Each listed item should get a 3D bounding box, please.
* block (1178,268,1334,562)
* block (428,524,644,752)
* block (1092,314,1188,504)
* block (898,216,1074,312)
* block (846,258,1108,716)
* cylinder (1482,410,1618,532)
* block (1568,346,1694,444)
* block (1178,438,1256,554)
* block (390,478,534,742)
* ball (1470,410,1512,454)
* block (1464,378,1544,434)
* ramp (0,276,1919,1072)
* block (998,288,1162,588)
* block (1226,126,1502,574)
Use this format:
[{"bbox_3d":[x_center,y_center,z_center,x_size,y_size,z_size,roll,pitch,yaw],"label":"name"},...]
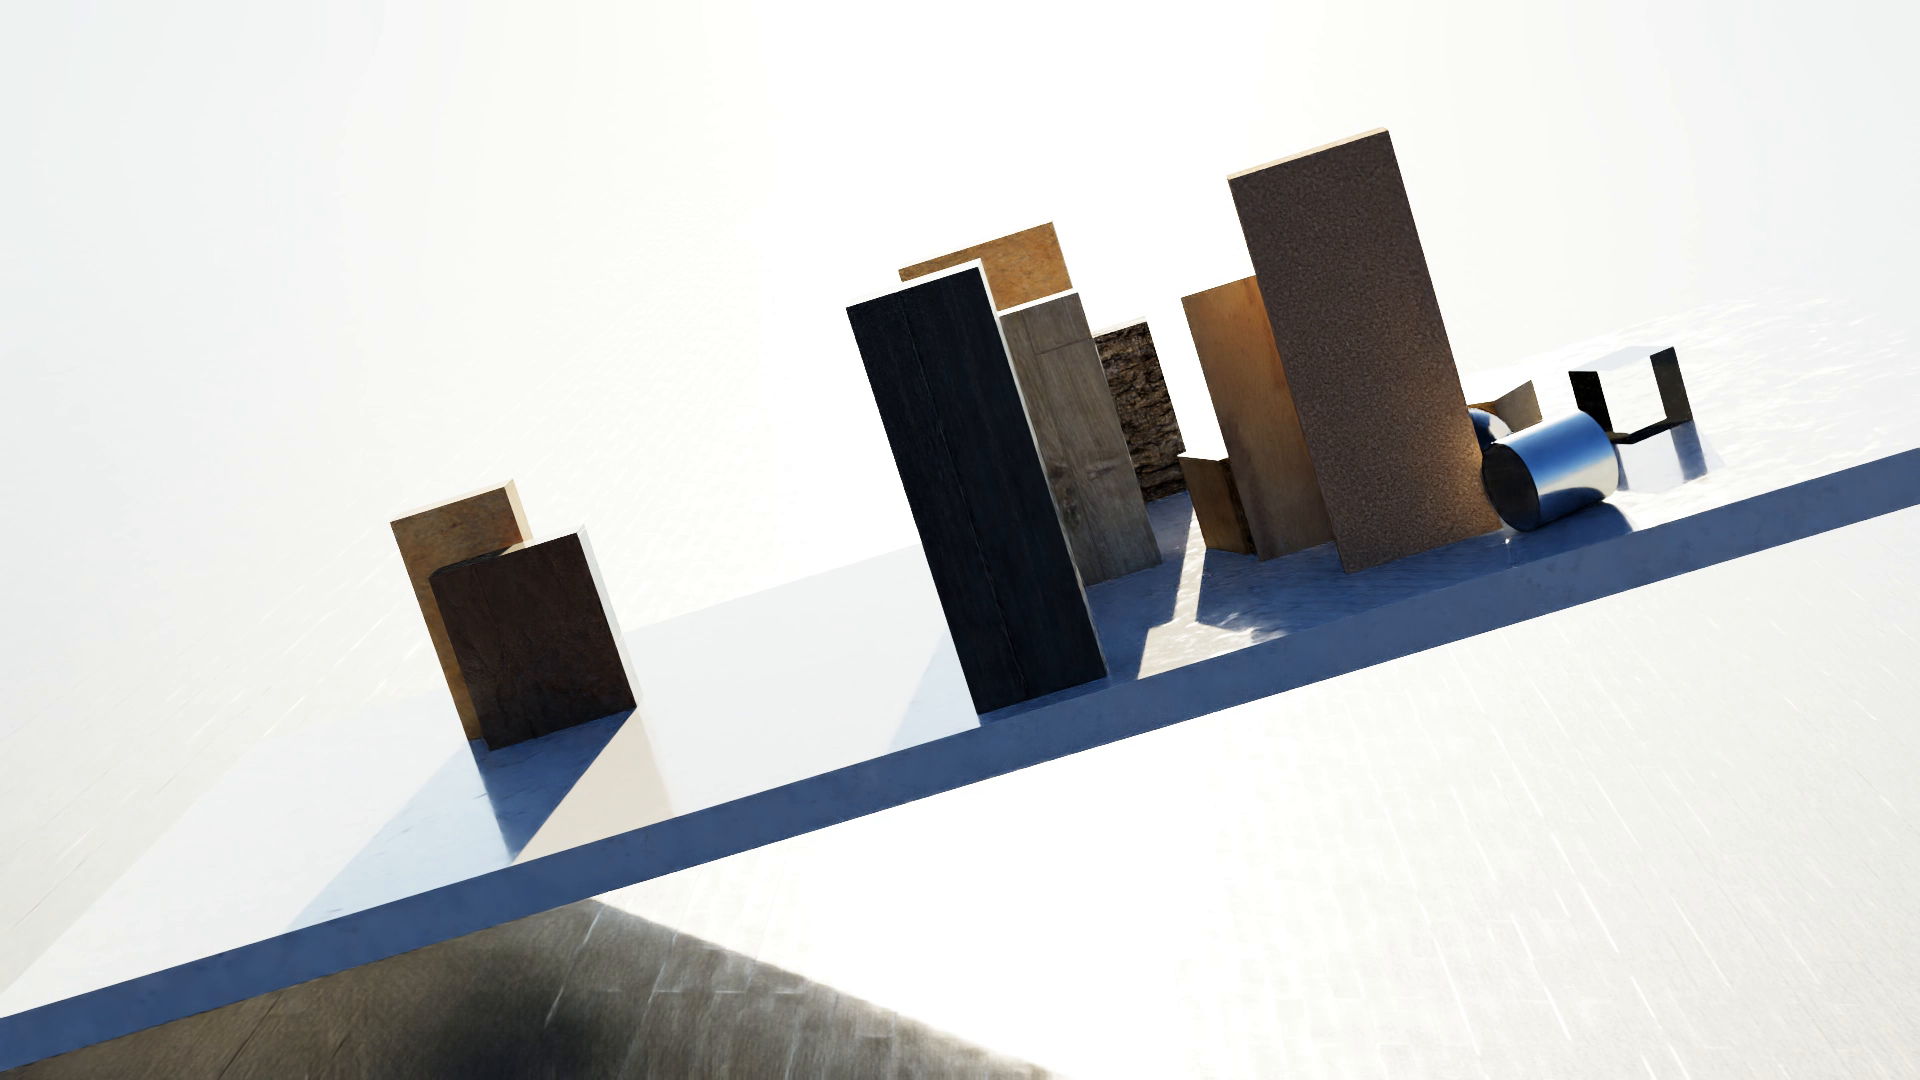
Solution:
[{"bbox_3d":[0.707,-0.284,5.890,0.393,0.559,0.107,-17,10,5],"label":"block"},{"bbox_3d":[-0.930,0.214,6.463,0.344,0.409,0.100,-17,10,5],"label":"block"},{"bbox_3d":[0.350,-0.282,6.907,0.306,0.409,0.115,-17,10,5],"label":"block"},{"bbox_3d":[0.139,-0.370,6.935,0.375,0.692,0.125,-17,10,5],"label":"block"},{"bbox_3d":[0.034,-0.096,5.394,0.251,0.789,0.132,-17,10,5],"label":"block"},{"bbox_3d":[1.097,-0.128,5.474,0.178,0.178,0.178,-21,18,-19],"label":"cylinder"},{"bbox_3d":[1.361,-0.295,5.972,0.156,0.156,0.156,-21,11,-19],"label":"block"},{"bbox_3d":[0.614,-0.108,6.118,0.206,0.206,0.206,-21,11,-17],"label":"block"},{"bbox_3d":[-1.060,0.158,6.641,0.274,0.529,0.105,-17,10,5],"label":"block"},{"bbox_3d":[1.032,-0.179,5.902,0.162,0.162,0.162,0,11,0],"label":"ball"},{"bbox_3d":[1.105,-0.233,6.102,0.149,0.149,0.149,-7,15,45],"label":"block"},{"bbox_3d":[0.098,0.184,6.313,4.000,0.100,2.000,-17,10,5],"label":"ramp"},{"bbox_3d":[0.130,-0.176,6.183,0.432,0.602,0.081,-17,10,5],"label":"block"},{"bbox_3d":[0.762,-0.355,5.545,0.306,0.782,0.110,-17,10,5],"label":"block"}]
